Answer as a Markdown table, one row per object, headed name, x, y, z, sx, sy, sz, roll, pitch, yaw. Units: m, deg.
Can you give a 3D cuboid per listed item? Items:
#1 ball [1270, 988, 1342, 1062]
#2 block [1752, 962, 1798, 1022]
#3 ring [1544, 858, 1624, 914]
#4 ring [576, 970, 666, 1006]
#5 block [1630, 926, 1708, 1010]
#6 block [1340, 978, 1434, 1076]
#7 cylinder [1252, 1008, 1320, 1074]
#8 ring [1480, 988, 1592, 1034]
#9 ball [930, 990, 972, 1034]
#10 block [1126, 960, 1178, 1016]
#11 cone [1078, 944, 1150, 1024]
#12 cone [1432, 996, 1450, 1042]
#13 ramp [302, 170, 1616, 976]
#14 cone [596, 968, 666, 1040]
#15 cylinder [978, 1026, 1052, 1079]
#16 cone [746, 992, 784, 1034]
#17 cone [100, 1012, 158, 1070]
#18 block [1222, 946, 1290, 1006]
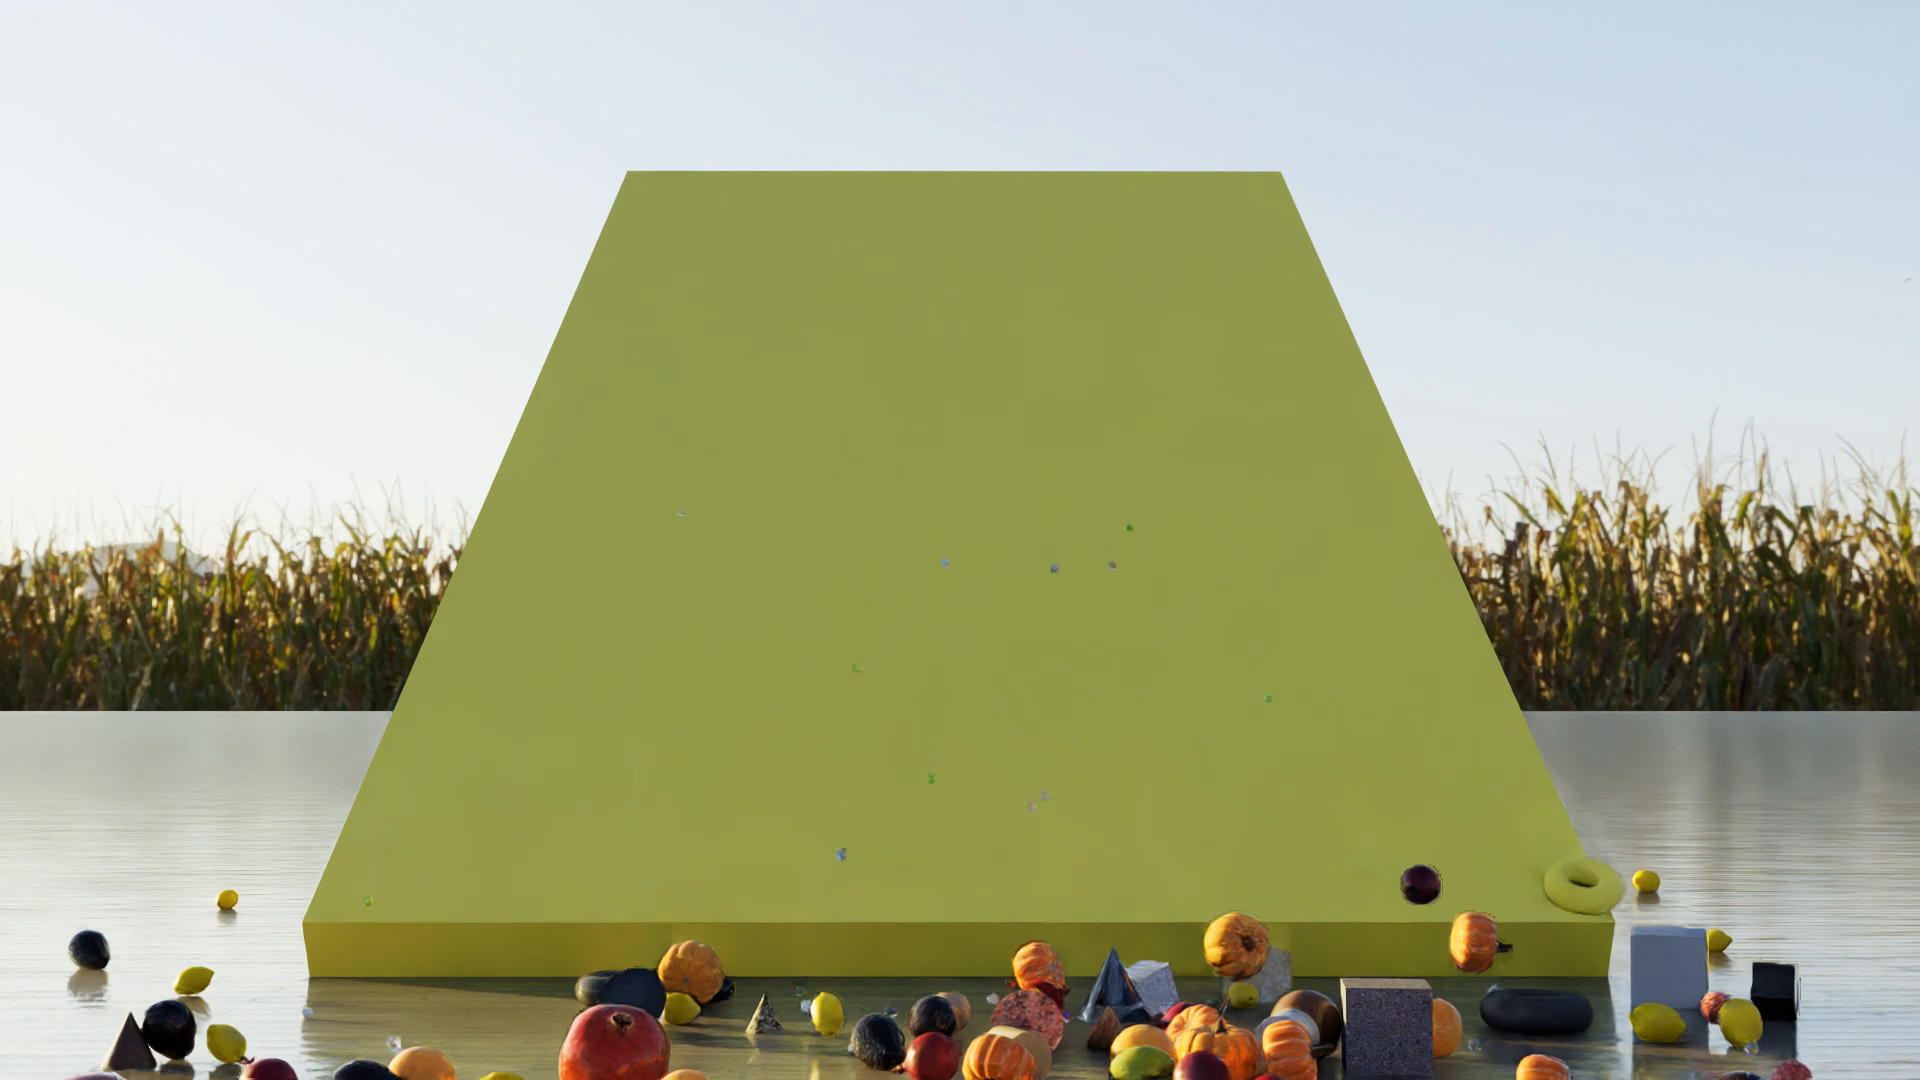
| name | x | y | z | sx | sy | sz | roll | pitch | yaw |
| --- | --- | --- | --- | --- | --- | --- | --- | --- | --- |
| ball | 0.406 | 0.570 | 2.759 | 0.084 | 0.084 | 0.084 | 0 | -4 | 0 |
| block | 1.081 | 0.599 | 3.113 | 0.054 | 0.054 | 0.054 | -2 | -44 | 24 |
| ring | 0.966 | 0.535 | 3.631 | 0.121 | 0.040 | 0.121 | -1 | 27 | 0 |
| ring | -0.475 | 0.629 | 3.287 | 0.125 | 0.042 | 0.125 | 1 | -3 | 0 |
| block | 0.993 | 0.598 | 3.285 | 0.100 | 0.100 | 0.100 | -1 | -2 | 19 |
| block | 0.491 | 0.560 | 2.702 | 0.097 | 0.097 | 0.097 | 0 | -4 | 6 |
| cylinder | 0.374 | 0.574 | 2.691 | 0.066 | 0.066 | 0.066 | -1 | -4 | 19 |
| ring | 0.743 | 0.608 | 3.029 | 0.142 | 0.047 | 0.142 | 1 | -5 | 0 |
| ball | -0.012 | 0.602 | 2.994 | 0.054 | 0.054 | 0.054 | 0 | -4 | 0 |
| block | 0.253 | 0.607 | 3.179 | 0.055 | 0.055 | 0.055 | -21 | 11 | -39 |
| cone | 0.205 | 0.590 | 3.134 | 0.098 | 0.098 | 0.098 | 0 | -4 | 0 |
| cone | 0.577 | 0.610 | 2.937 | 0.065 | 0.065 | 0.065 | 0 | -31 | 6 |
| ramp | -0.009 | -0.229 | 5.401 | 2.000 | 0.100 | 4.000 | 0 | 25 | 0 |
| cone | -0.399 | 0.607 | 2.989 | 0.095 | 0.095 | 0.095 | -1 | -31 | 20 |
| cylinder | 0.061 | 0.571 | 2.598 | 0.060 | 0.060 | 0.060 | 2 | -4 | -27 |
| cone | -0.250 | 0.605 | 3.009 | 0.050 | 0.050 | 0.050 | 0 | -4 | 0 |
| cone | -0.965 | 0.578 | 2.727 | 0.064 | 0.064 | 0.064 | 0 | -4 | 0 |
| block | 0.418 | 0.615 | 3.315 | 0.071 | 0.071 | 0.071 | 1 | -3 | -19 |
